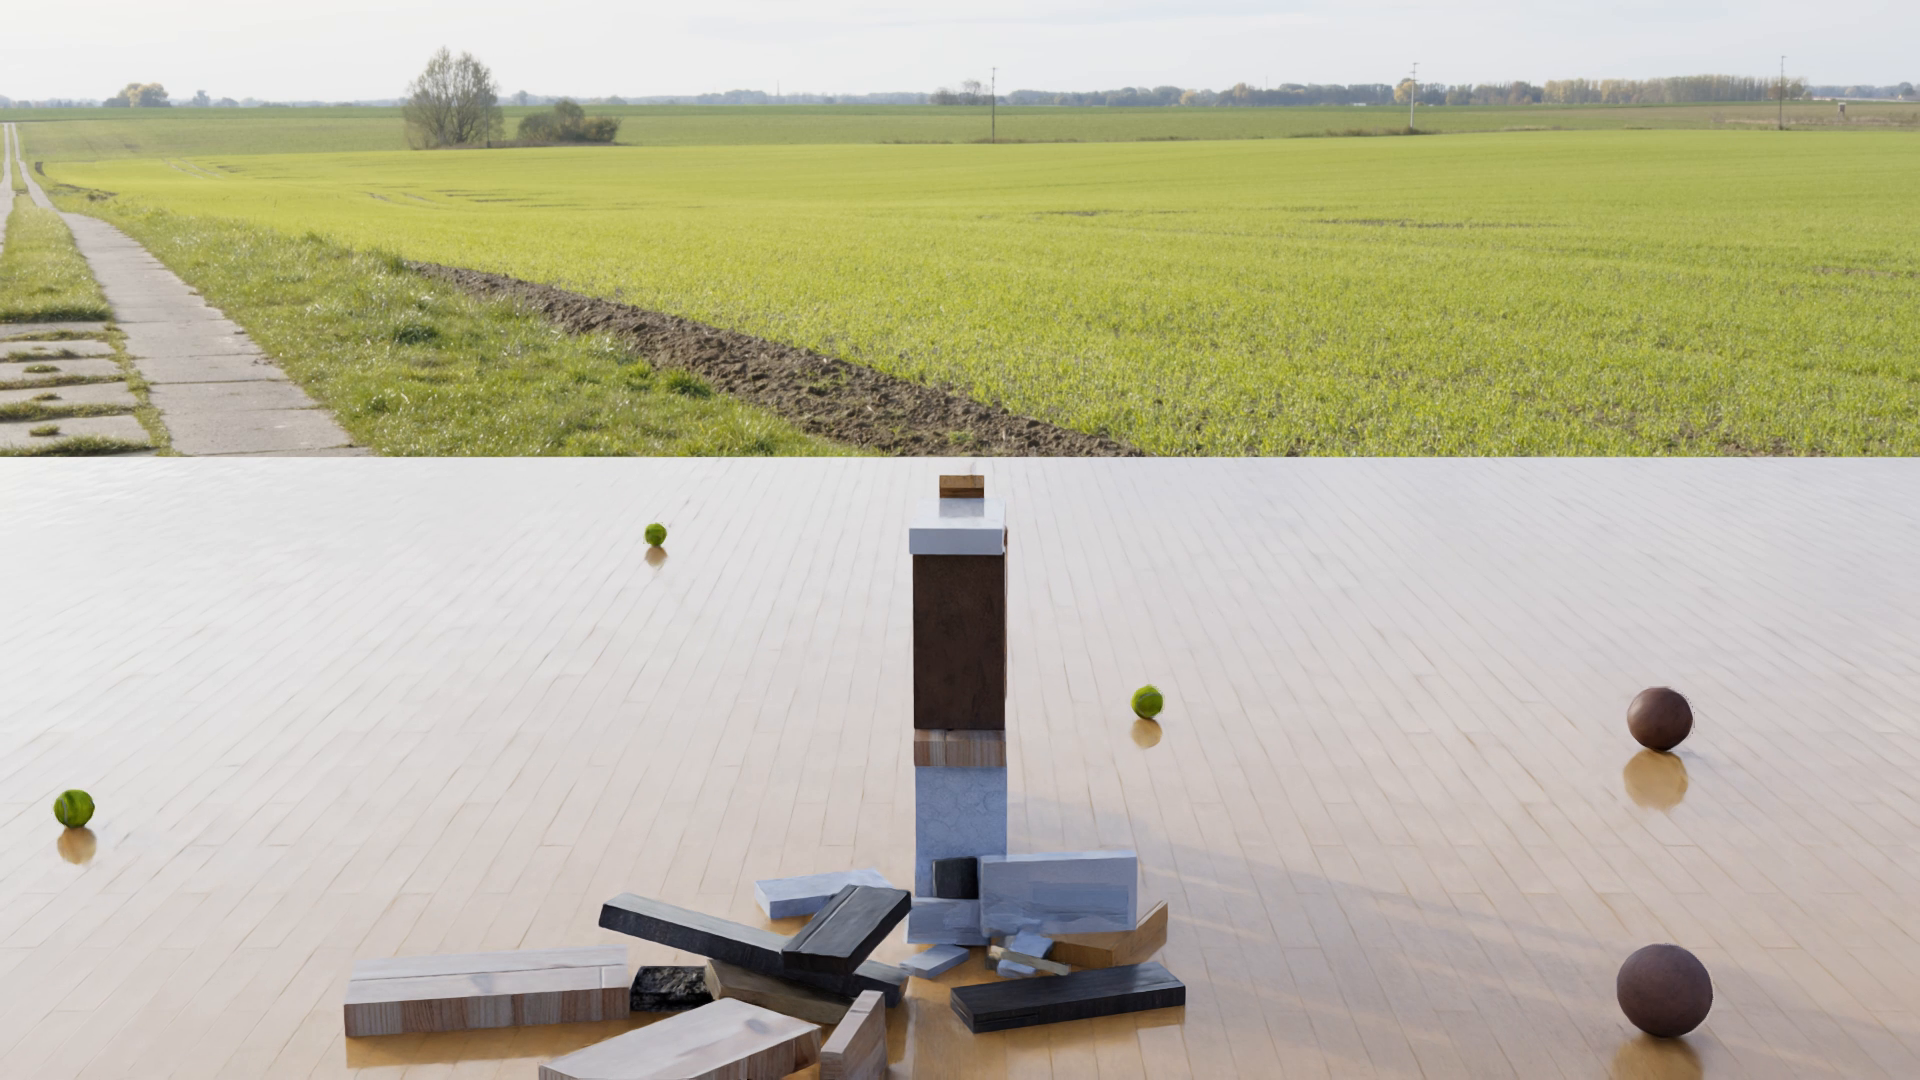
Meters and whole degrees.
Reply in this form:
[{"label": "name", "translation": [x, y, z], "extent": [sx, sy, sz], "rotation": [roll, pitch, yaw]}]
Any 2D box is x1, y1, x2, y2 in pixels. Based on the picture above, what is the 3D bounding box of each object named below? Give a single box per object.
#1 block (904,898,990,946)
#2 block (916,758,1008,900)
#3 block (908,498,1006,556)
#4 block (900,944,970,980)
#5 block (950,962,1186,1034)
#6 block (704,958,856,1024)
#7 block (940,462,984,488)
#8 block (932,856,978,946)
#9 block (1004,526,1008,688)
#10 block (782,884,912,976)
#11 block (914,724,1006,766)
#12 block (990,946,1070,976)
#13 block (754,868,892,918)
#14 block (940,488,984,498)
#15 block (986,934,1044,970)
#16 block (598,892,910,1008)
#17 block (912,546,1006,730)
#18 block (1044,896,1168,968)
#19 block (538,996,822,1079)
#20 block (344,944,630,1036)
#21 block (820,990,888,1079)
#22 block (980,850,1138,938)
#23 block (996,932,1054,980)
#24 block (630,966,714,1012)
[{"label": "block", "translation": [-0.017, 0.591, 3.403], "extent": [0.135, 0.068, 0.019], "rotation": [4, 3, -17]}, {"label": "block", "translation": [0.002, 0.482, 3.467], "extent": [0.143, 0.286, 0.041], "rotation": [0, 11, 0]}, {"label": "block", "translation": [-0.001, -0.024, 3.498], "extent": [0.143, 0.041, 0.286], "rotation": [0, 10, 2]}, {"label": "block", "translation": [-0.038, 0.641, 3.351], "extent": [0.053, 0.015, 0.106], "rotation": [8, 13, 36]}, {"label": "block", "translation": [0.157, 0.663, 3.195], "extent": [0.326, 0.029, 0.103], "rotation": [-4, 11, -18]}, {"label": "block", "translation": [-0.255, 0.645, 3.133], "extent": [0.205, 0.029, 0.103], "rotation": [14, 6, -19]}, {"label": "block", "translation": [0.003, -0.111, 3.726], "extent": [0.075, 0.021, 0.150], "rotation": [0, 11, 0]}, {"label": "block", "translation": [-0.006, 0.565, 3.432], "extent": [0.067, 0.135, 0.019], "rotation": [-3, 0, -14]}, {"label": "block", "translation": [0.006, 0.120, 3.625], "extent": [0.143, 0.286, 0.041], "rotation": [0, 12, -2]}, {"label": "block", "translation": [-0.161, 0.558, 3.153], "extent": [0.104, 0.029, 0.208], "rotation": [1, 19, 24]}, {"label": "block", "translation": [0.002, 0.304, 3.532], "extent": [0.143, 0.041, 0.286], "rotation": [0, 11, 1]}, {"label": "block", "translation": [0.101, 0.616, 3.220], "extent": [0.106, 0.015, 0.053], "rotation": [18, -10, -14]}, {"label": "block", "translation": [-0.225, 0.582, 3.629], "extent": [0.208, 0.029, 0.104], "rotation": [-4, 11, -18]}, {"label": "block", "translation": [0.003, -0.018, 3.692], "extent": [0.075, 0.150, 0.021], "rotation": [0, 11, 0]}, {"label": "block", "translation": [0.091, 0.632, 3.389], "extent": [0.067, 0.019, 0.135], "rotation": [3, 11, 16]}, {"label": "block", "translation": [-0.297, 0.595, 3.202], "extent": [0.445, 0.034, 0.120], "rotation": [14, 0, 6]}, {"label": "block", "translation": [-0.001, 0.154, 3.442], "extent": [0.143, 0.286, 0.041], "rotation": [0, 12, 2]}, {"label": "block", "translation": [0.229, 0.612, 3.456], "extent": [0.120, 0.034, 0.239], "rotation": [5, 12, 25]}, {"label": "block", "translation": [-0.354, 0.673, 2.829], "extent": [0.171, 0.048, 0.342], "rotation": [8, 9, 36]}, {"label": "block", "translation": [-0.682, 0.653, 3.198], "extent": [0.395, 0.048, 0.171], "rotation": [-2, 11, -9]}, {"label": "block", "translation": [-0.138, 0.681, 2.891], "extent": [0.029, 0.104, 0.208], "rotation": [0, 10, 13]}, {"label": "block", "translation": [0.152, 0.546, 3.395], "extent": [0.239, 0.120, 0.034], "rotation": [-1, 11, -7]}, {"label": "block", "translation": [0.098, 0.628, 3.314], "extent": [0.053, 0.015, 0.106], "rotation": [10, 23, 18]}, {"label": "block", "translation": [-0.374, 0.658, 3.223], "extent": [0.205, 0.029, 0.103], "rotation": [0, 11, 1]}]
